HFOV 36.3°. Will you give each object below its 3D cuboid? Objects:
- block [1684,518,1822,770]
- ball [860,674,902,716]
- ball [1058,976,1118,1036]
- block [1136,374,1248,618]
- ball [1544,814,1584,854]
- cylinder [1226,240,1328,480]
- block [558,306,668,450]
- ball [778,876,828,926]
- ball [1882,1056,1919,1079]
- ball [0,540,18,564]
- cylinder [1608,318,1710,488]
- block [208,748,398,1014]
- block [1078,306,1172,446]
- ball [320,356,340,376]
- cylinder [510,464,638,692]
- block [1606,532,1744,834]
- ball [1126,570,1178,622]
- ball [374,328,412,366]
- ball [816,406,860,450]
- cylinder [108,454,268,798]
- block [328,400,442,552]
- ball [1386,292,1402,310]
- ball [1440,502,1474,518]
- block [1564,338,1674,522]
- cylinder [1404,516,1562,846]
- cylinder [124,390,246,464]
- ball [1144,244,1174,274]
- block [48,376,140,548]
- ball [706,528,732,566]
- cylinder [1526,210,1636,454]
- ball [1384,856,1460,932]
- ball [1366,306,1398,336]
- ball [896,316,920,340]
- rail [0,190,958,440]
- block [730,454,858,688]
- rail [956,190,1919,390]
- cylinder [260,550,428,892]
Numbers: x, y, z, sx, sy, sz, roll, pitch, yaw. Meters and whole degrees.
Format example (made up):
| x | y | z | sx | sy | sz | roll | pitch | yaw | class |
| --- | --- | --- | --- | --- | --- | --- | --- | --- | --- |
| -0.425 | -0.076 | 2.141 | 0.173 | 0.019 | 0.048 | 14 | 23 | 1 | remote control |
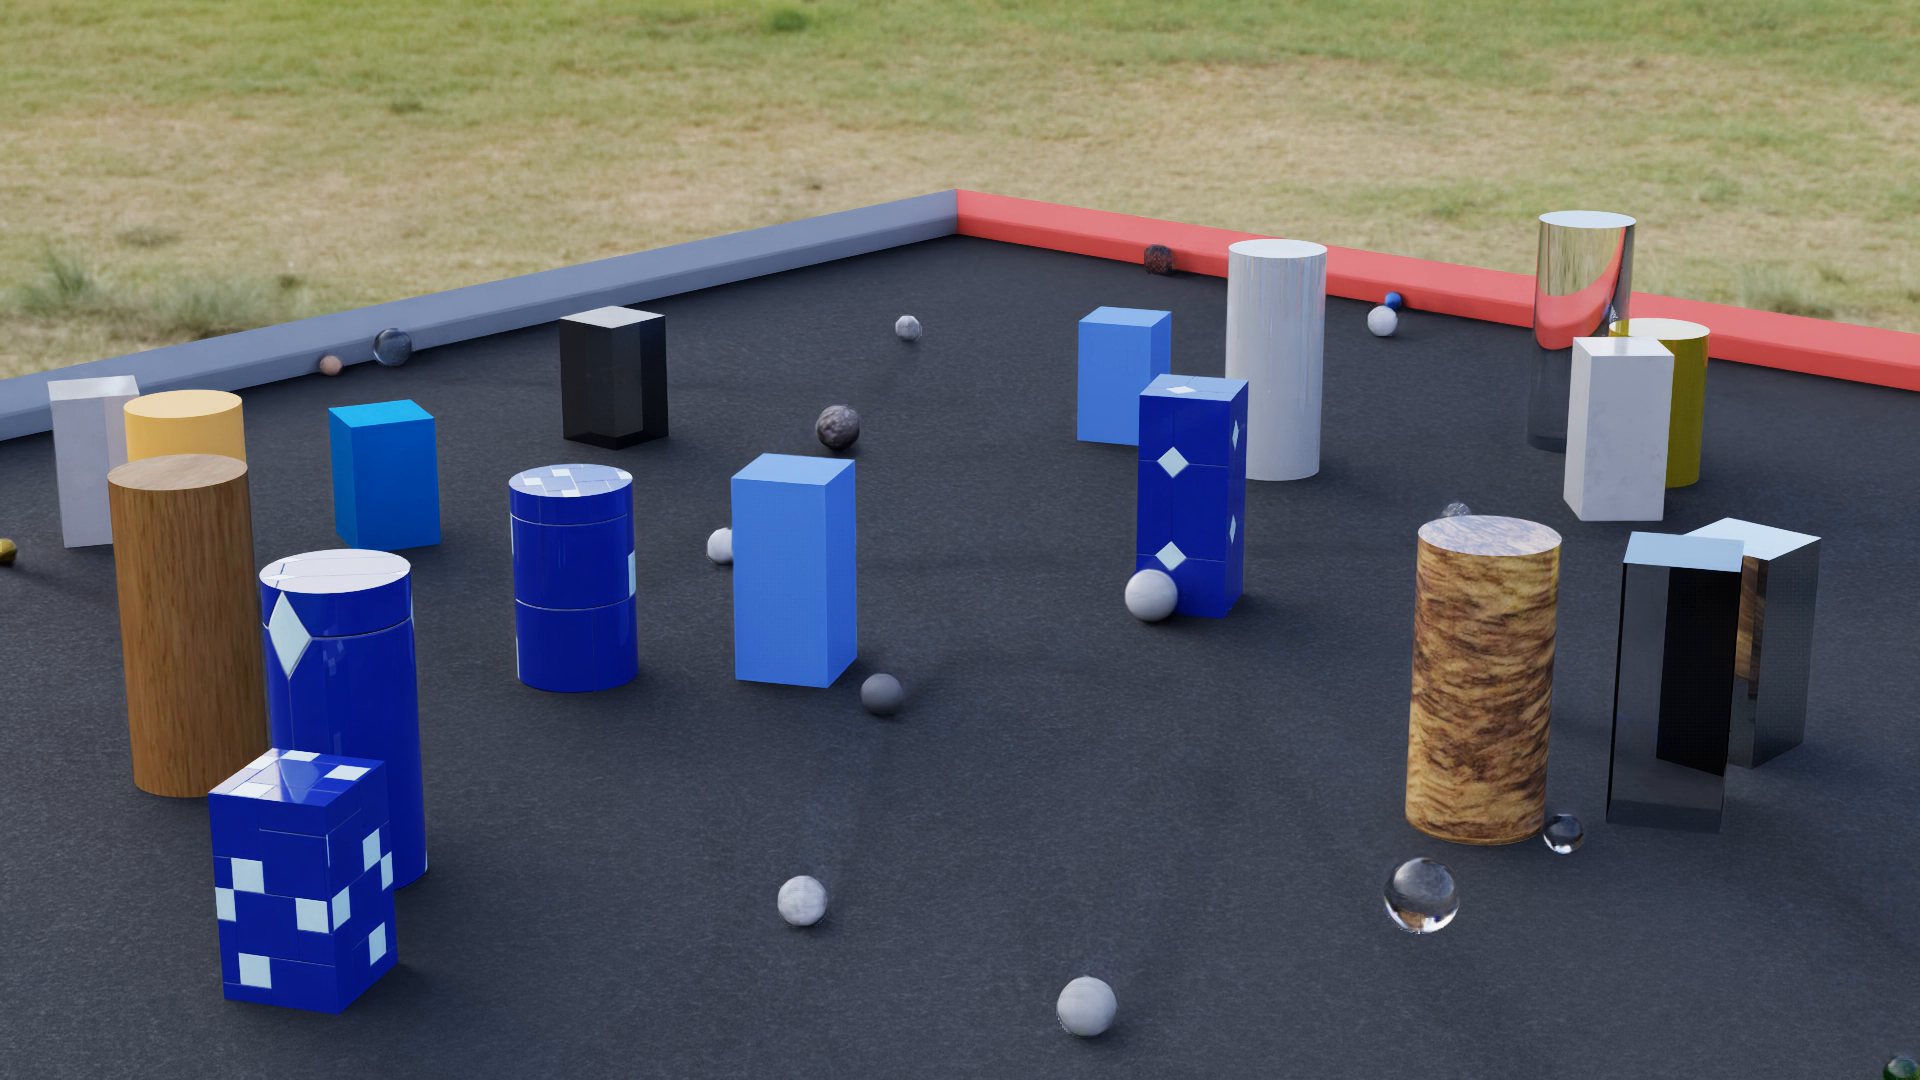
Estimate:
| x | y | z | sx | sy | sz | roll | pitch | yaw | class |
| --- | --- | --- | --- | --- | --- | --- | --- | --- | --- |
| 1.165 | 0.152 | 4.382 | 0.155 | 0.323 | 0.155 | 15 | 23 | 41 | block |
| -0.122 | 0.239 | 4.541 | 0.066 | 0.066 | 0.066 | 0 | 17 | 0 | ball |
| 0.151 | 0.555 | 3.487 | 0.070 | 0.070 | 0.070 | 0 | 17 | 0 | ball |
| 0.399 | -0.077 | 5.039 | 0.155 | 0.382 | 0.155 | 5 | 17 | 16 | block |
| 0.828 | 0.402 | 4.019 | 0.055 | 0.055 | 0.055 | 0 | 17 | 0 | ball |
| 0.629 | -0.362 | 5.866 | 0.194 | 0.450 | 0.194 | 0 | 17 | 0 | cylinder |
| -0.723 | -0.340 | 6.125 | 0.155 | 0.259 | 0.155 | 13 | 21 | 37 | block |
| -0.204 | 0.467 | 3.789 | 0.065 | 0.065 | 0.065 | 0 | 17 | 0 | ball |
| 1.076 | 0.611 | 3.347 | 0.043 | 0.043 | 0.043 | 0 | 17 | 0 | ball |
| -1.726 | 0.021 | 5.298 | 0.045 | 0.045 | 0.045 | 0 | 17 | 0 | ball |
| 1.382 | -0.274 | 5.836 | 0.194 | 0.300 | 0.194 | 0 | 17 | 0 | cylinder |
| -0.804 | 0.417 | 3.598 | 0.155 | 0.270 | 0.155 | 5 | 17 | 16 | block |
| 0.345 | -0.344 | 6.149 | 0.155 | 0.254 | 0.155 | 6 | 18 | 19 | block |
| -1.435 | -0.397 | 6.680 | 0.048 | 0.048 | 0.048 | 0 | 17 | 0 | ball |
| -0.616 | 0.060 | 4.690 | 0.194 | 0.323 | 0.194 | 0 | 17 | 0 | cylinder |
| 1.005 | 0.199 | 4.122 | 0.155 | 0.384 | 0.155 | 5 | 17 | 16 | block |
| 0.326 | 0.094 | 4.980 | 0.090 | 0.090 | 0.090 | 0 | 17 | 0 | ball |
| -1.309 | -0.445 | 6.768 | 0.088 | 0.088 | 0.088 | 0 | 17 | 0 | ball |
| -0.252 | -0.232 | 6.056 | 0.093 | 0.093 | 0.093 | 0 | 17 | 0 | ball |
| -1.115 | 0.122 | 4.246 | 0.194 | 0.459 | 0.194 | 0 | 17 | 0 | cylinder |
| -1.064 | -0.118 | 5.423 | 0.155 | 0.240 | 0.155 | -8 | 19 | -25 | block |
| 1.088 | -0.599 | 7.359 | 0.042 | 0.042 | 0.042 | 0 | 17 | 0 | ball |
| 0.927 | -0.038 | 5.465 | 0.063 | 0.063 | 0.063 | 0 | 17 | 0 | ball |
| 1.255 | -0.213 | 5.595 | 0.155 | 0.321 | 0.155 | 0 | 17 | -1 | block |
| 0.727 | 0.194 | 4.082 | 0.194 | 0.418 | 0.194 | 0 | 17 | 0 | cylinder |
| -1.316 | -0.058 | 5.017 | 0.194 | 0.360 | 0.194 | 0 | 17 | 0 | cylinder |
| 0.529 | -0.744 | 7.780 | 0.077 | 0.077 | 0.077 | 0 | 17 | 0 | ball |
| -1.600 | -0.148 | 5.453 | 0.155 | 0.279 | 0.155 | -6 | 18 | -18 | block |
| -0.424 | 0.012 | 5.292 | 0.066 | 0.066 | 0.066 | 0 | 17 | 0 | ball |
| 1.281 | -0.429 | 6.053 | 0.194 | 0.472 | 0.194 | 0 | 17 | 0 | cylinder |
| 0.594 | 0.456 | 3.768 | 0.097 | 0.097 | 0.097 | 0 | 17 | 0 | ball |
| 1.018 | -0.528 | 7.071 | 0.073 | 0.073 | 0.073 | 0 | 17 | 0 | ball |
| -0.126 | -0.509 | 7.030 | 0.060 | 0.060 | 0.060 | 0 | 17 | 0 | ball |
| -1.644 | -0.381 | 6.487 | 0.045 | 0.126 | 5.034 | 14 | 22 | 39 | rail |
| -0.264 | 0.047 | 4.709 | 0.155 | 0.335 | 0.155 | 5 | 17 | 15 | block |
| 1.635 | -0.512 | 6.923 | 4.401 | 0.126 | 0.045 | 14 | 22 | 39 | rail |
| -0.819 | 0.244 | 3.904 | 0.194 | 0.425 | 0.194 | 0 | 17 | 0 | cylinder |
